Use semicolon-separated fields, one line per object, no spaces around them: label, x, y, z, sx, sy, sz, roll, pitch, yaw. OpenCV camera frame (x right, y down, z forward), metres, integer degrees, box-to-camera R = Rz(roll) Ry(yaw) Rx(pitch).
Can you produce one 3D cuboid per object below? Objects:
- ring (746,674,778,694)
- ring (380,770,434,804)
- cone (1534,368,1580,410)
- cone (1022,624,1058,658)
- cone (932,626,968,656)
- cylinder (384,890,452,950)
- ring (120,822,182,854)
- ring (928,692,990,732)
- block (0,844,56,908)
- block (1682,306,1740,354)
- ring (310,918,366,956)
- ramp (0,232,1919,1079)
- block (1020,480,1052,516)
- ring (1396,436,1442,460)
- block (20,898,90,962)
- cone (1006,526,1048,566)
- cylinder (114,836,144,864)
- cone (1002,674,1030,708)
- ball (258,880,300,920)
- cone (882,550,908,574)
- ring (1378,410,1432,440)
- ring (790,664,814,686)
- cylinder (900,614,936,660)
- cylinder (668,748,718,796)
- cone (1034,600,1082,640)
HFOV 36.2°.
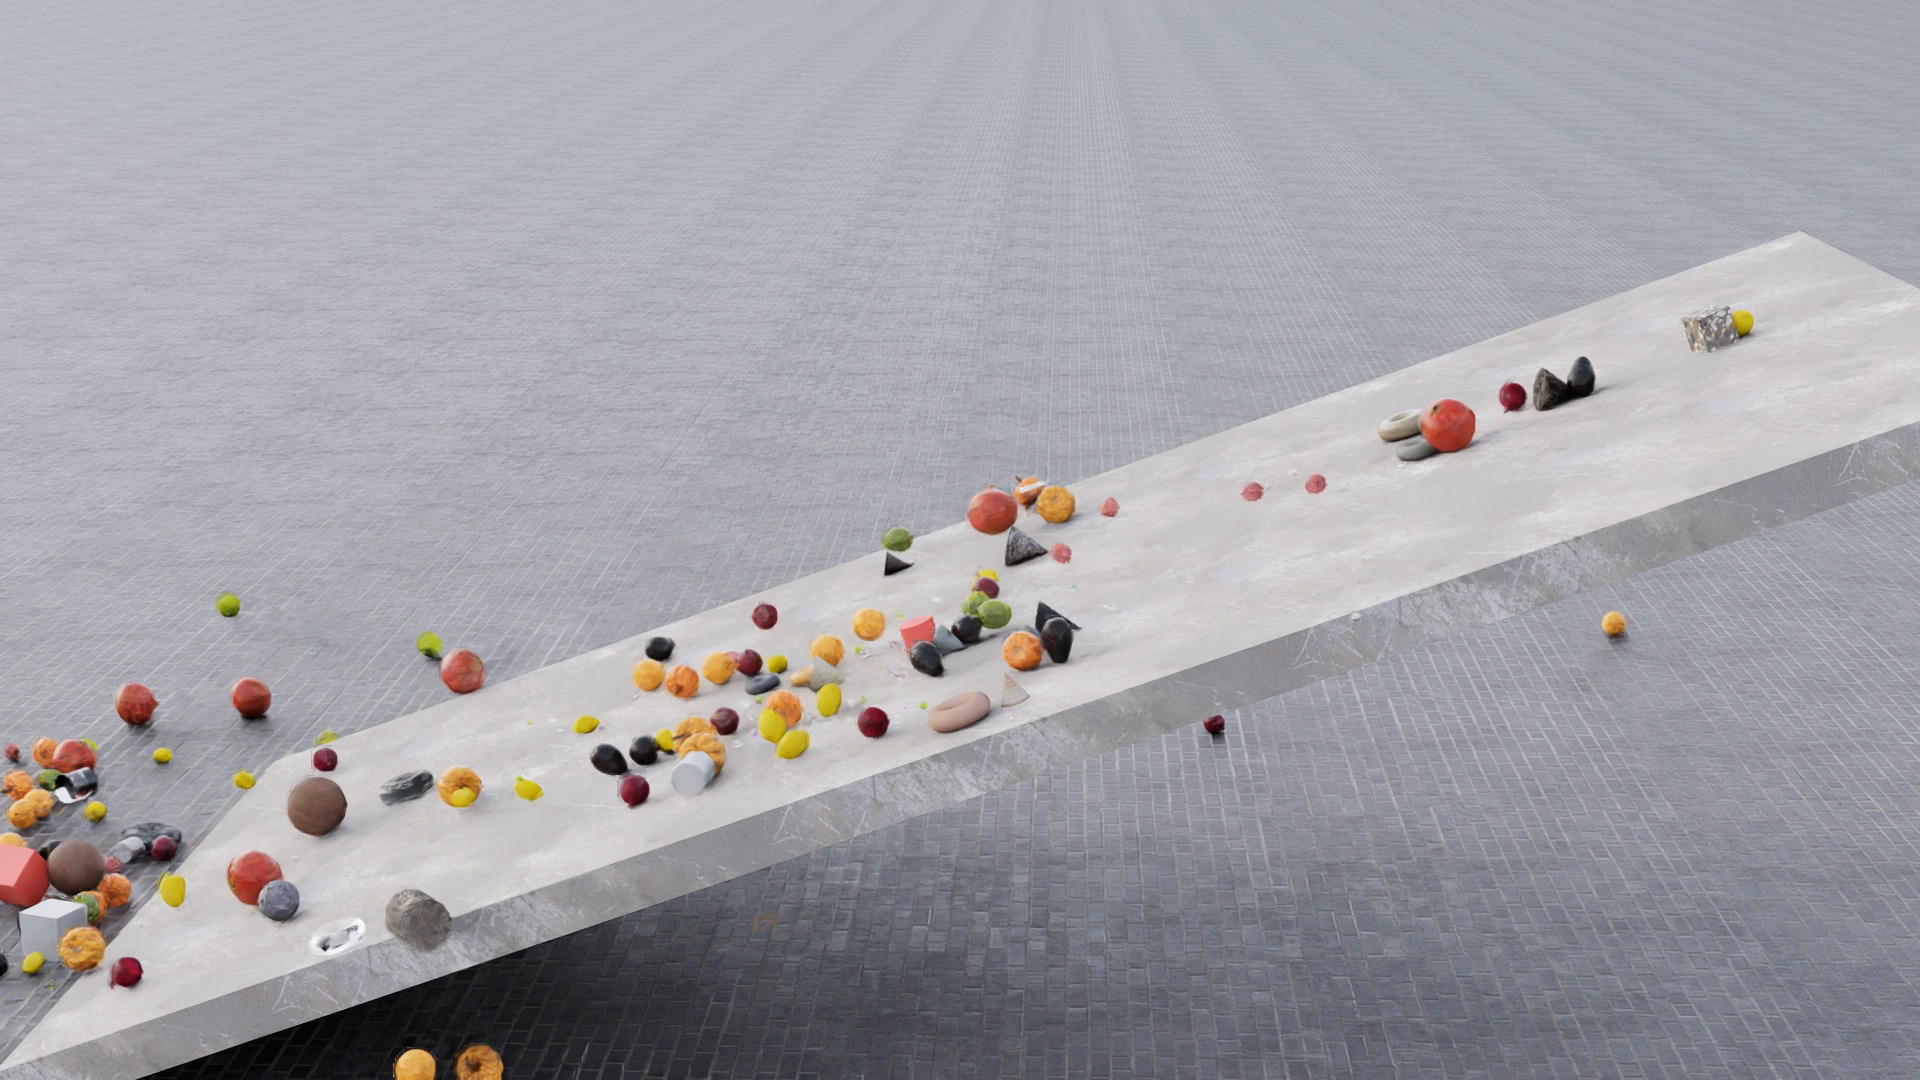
ring;-0.424;0.309;6.302;0.077;0.026;0.077;-18;12;4
ring;-1.232;0.548;6.546;0.126;0.042;0.126;-19;10;3
cone;1.272;-0.315;6.229;0.090;0.090;0.090;5;12;-8
cone;0.161;0.201;5.768;0.067;0.067;0.067;5;12;-10
cone;-0.014;0.214;6.014;0.067;0.067;0.067;14;17;21
cylinder;-0.988;0.692;5.362;0.094;0.094;0.094;-7;9;-28
ring;-1.955;0.719;7.109;0.146;0.049;0.146;0;11;0
ring;-0.001;0.320;5.469;0.122;0.041;0.122;-21;11;4
block;-2.143;0.765;6.698;0.098;0.098;0.098;6;56;26
block;1.584;-0.445;6.208;0.076;0.076;0.076;-22;11;-10
ring;-1.168;0.745;5.520;0.111;0.037;0.111;-19;12;4
ramp;0.114;0.177;6.299;4.000;0.100;2.000;-19;11;6
block;0.183;-0.100;7.078;0.061;0.061;0.061;-20;11;4
ring;0.970;-0.194;6.212;0.097;0.032;0.097;-18;12;4
block;-1.974;0.850;6.412;0.099;0.099;0.099;5;14;22
cone;0.156;0.020;6.603;0.093;0.093;0.093;9;14;9
cylinder;-1.982;0.739;7.016;0.051;0.051;0.051;5;14;22
cone;0.094;0.273;5.476;0.058;0.058;0.058;-20;11;4
ball;-1.357;0.718;5.861;0.081;0.081;0.081;0;13;0
cone;-0.147;0.059;6.989;0.061;0.061;0.061;16;10;-11
ring;0.976;-0.253;6.456;0.123;0.041;0.123;-20;10;4
ring;-0.322;0.285;6.224;0.081;0.027;0.081;-20;6;2
cylinder;-0.080;0.202;6.080;0.072;0.072;0.072;-20;11;4
cylinder;-0.515;0.451;5.674;0.069;0.069;0.069;6;40;26
cone;0.197;0.171;5.821;0.093;0.093;0.093;8;13;5
